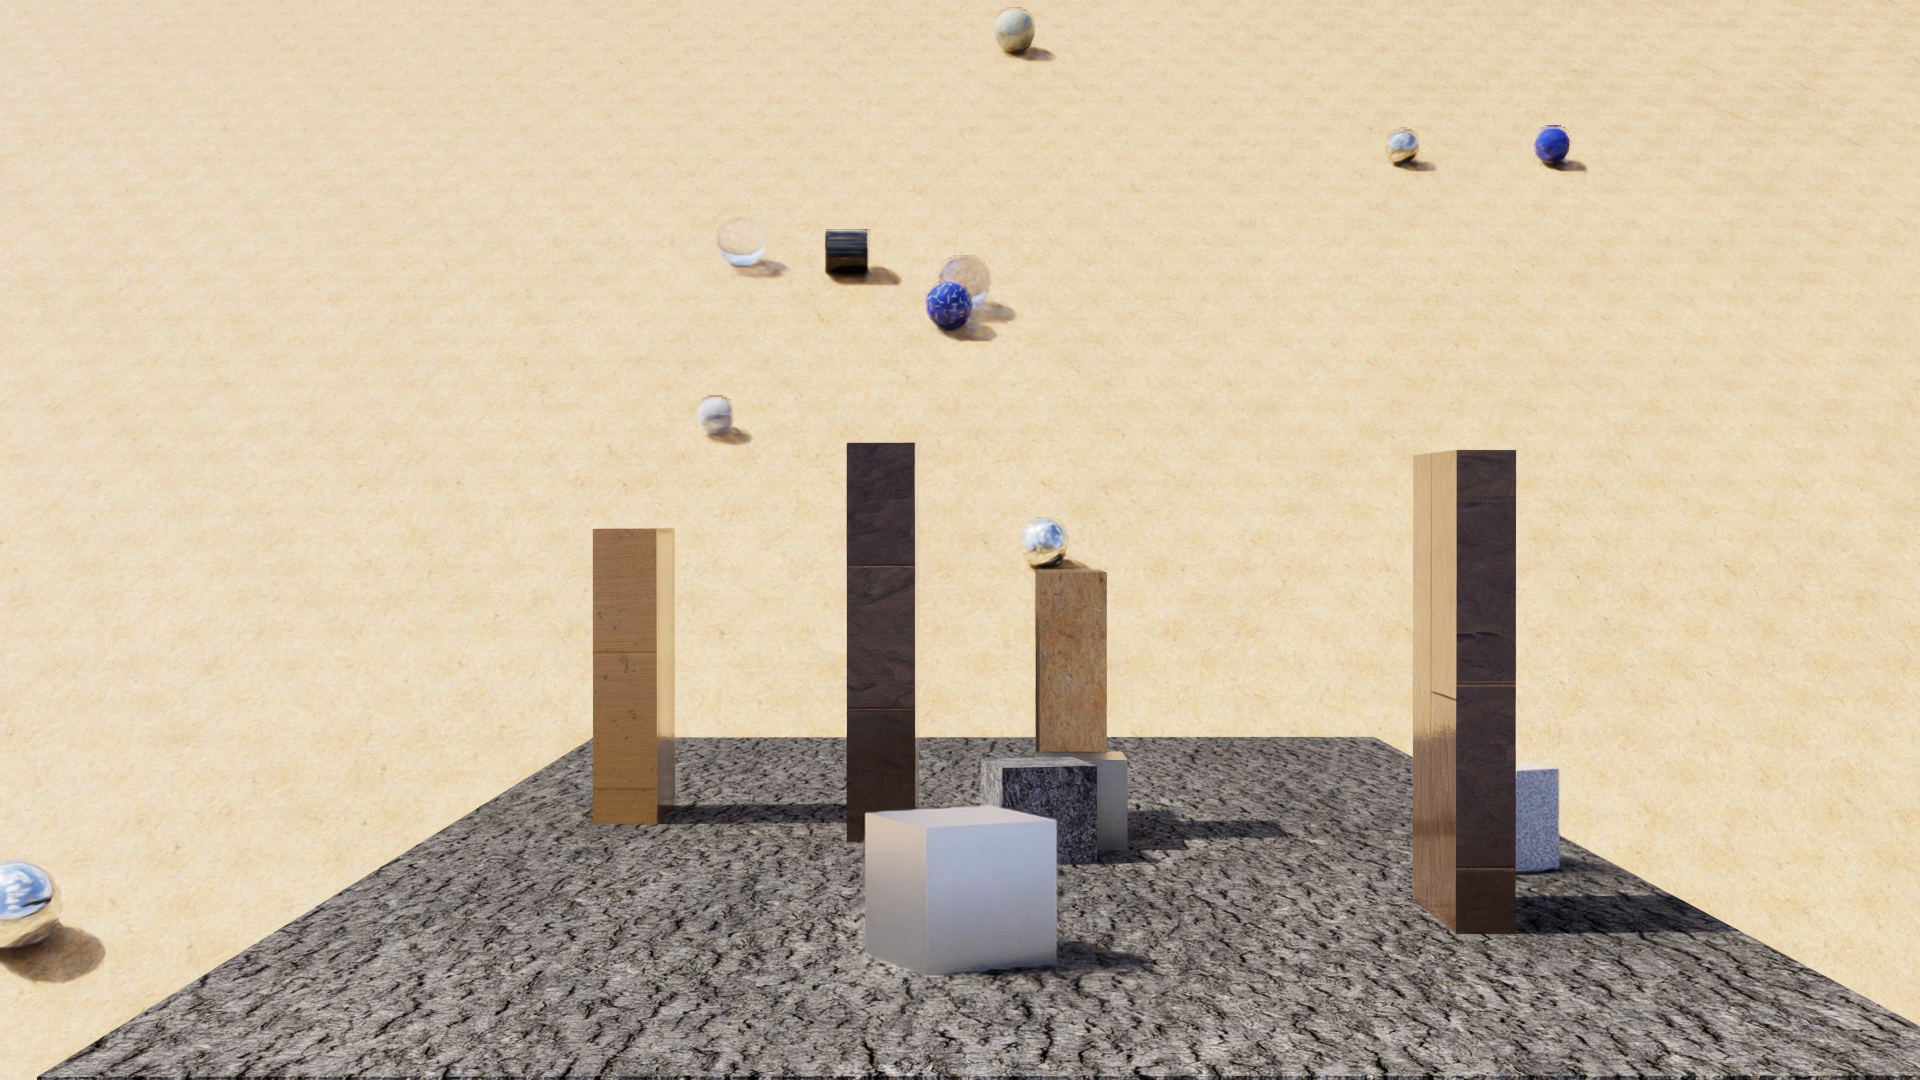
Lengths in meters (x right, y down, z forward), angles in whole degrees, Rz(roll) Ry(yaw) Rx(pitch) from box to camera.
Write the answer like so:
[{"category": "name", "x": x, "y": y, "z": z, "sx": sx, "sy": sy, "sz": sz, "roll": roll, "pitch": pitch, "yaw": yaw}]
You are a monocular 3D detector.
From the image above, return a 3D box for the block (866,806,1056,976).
[{"category": "block", "x": 0.000, "y": 0.445, "z": 3.308, "sx": 0.182, "sy": 0.182, "sz": 0.182, "roll": 0, "pitch": 1, "yaw": -26}]

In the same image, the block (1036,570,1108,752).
[{"category": "block", "x": 0.198, "y": 0.289, "z": 4.650, "sx": 0.118, "sy": 0.468, "sz": 0.248, "roll": 0, "pitch": 1, "yaw": 0}]

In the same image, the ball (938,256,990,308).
[{"category": "ball", "x": 0.016, "y": -0.918, "z": 9.237, "sx": 0.187, "sy": 0.187, "sz": 0.187, "roll": 0, "pitch": 28, "yaw": 0}]

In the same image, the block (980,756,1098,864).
[{"category": "block", "x": 0.129, "y": 0.447, "z": 4.279, "sx": 0.159, "sy": 0.159, "sz": 0.159, "roll": 0, "pitch": 1, "yaw": -12}]

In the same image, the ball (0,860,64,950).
[{"category": "ball", "x": -2.176, "y": 0.843, "z": 5.962, "sx": 0.202, "sy": 0.202, "sz": 0.202, "roll": 0, "pitch": 28, "yaw": 0}]

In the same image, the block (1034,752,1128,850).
[{"category": "block", "x": 0.207, "y": 0.448, "z": 4.451, "sx": 0.153, "sy": 0.153, "sz": 0.153, "roll": 0, "pitch": 1, "yaw": 0}]

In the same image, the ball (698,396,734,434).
[{"category": "ball", "x": -0.789, "y": -0.402, "z": 8.353, "sx": 0.119, "sy": 0.119, "sz": 0.119, "roll": 0, "pitch": 28, "yaw": 0}]

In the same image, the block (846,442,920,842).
[{"category": "block", "x": -0.138, "y": 0.176, "z": 4.709, "sx": 0.119, "sy": 0.694, "sz": 0.445, "roll": 0, "pitch": 1, "yaw": 0}]

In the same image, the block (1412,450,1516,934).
[{"category": "block", "x": 0.711, "y": 0.204, "z": 3.662, "sx": 0.081, "sy": 0.656, "sz": 0.332, "roll": 0, "pitch": 1, "yaw": 0}]

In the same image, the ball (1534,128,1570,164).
[{"category": "ball", "x": 2.421, "y": -1.613, "z": 10.565, "sx": 0.147, "sy": 0.147, "sz": 0.147, "roll": 0, "pitch": 28, "yaw": 0}]

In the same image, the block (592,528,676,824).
[{"category": "block", "x": -0.616, "y": 0.249, "z": 4.900, "sx": 0.118, "sy": 0.543, "sz": 0.308, "roll": 0, "pitch": 1, "yaw": 0}]

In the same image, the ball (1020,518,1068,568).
[{"category": "ball", "x": 0.246, "y": 0.011, "z": 7.561, "sx": 0.146, "sy": 0.146, "sz": 0.146, "roll": 0, "pitch": 28, "yaw": 0}]

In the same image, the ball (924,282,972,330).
[{"category": "ball", "x": -0.039, "y": -0.825, "z": 9.085, "sx": 0.167, "sy": 0.167, "sz": 0.167, "roll": 0, "pitch": 28, "yaw": 0}]

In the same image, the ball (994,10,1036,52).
[{"category": "ball", "x": 0.250, "y": -2.336, "z": 11.853, "sx": 0.194, "sy": 0.194, "sz": 0.194, "roll": 0, "pitch": 28, "yaw": 0}]

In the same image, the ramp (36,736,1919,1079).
[{"category": "ramp", "x": 0.064, "y": 0.573, "z": 4.616, "sx": 2.000, "sy": 0.100, "sz": 4.000, "roll": 0, "pitch": 1, "yaw": 0}]

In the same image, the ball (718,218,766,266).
[{"category": "ball", "x": -0.810, "y": -1.105, "z": 9.593, "sx": 0.177, "sy": 0.177, "sz": 0.177, "roll": 0, "pitch": 28, "yaw": 0}]

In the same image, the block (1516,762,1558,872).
[{"category": "block", "x": 0.852, "y": 0.446, "z": 4.179, "sx": 0.162, "sy": 0.162, "sz": 0.162, "roll": 0, "pitch": 1, "yaw": -23}]

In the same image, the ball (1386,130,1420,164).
[{"category": "ball", "x": 1.808, "y": -1.605, "z": 10.560, "sx": 0.137, "sy": 0.137, "sz": 0.137, "roll": 0, "pitch": 28, "yaw": 0}]
